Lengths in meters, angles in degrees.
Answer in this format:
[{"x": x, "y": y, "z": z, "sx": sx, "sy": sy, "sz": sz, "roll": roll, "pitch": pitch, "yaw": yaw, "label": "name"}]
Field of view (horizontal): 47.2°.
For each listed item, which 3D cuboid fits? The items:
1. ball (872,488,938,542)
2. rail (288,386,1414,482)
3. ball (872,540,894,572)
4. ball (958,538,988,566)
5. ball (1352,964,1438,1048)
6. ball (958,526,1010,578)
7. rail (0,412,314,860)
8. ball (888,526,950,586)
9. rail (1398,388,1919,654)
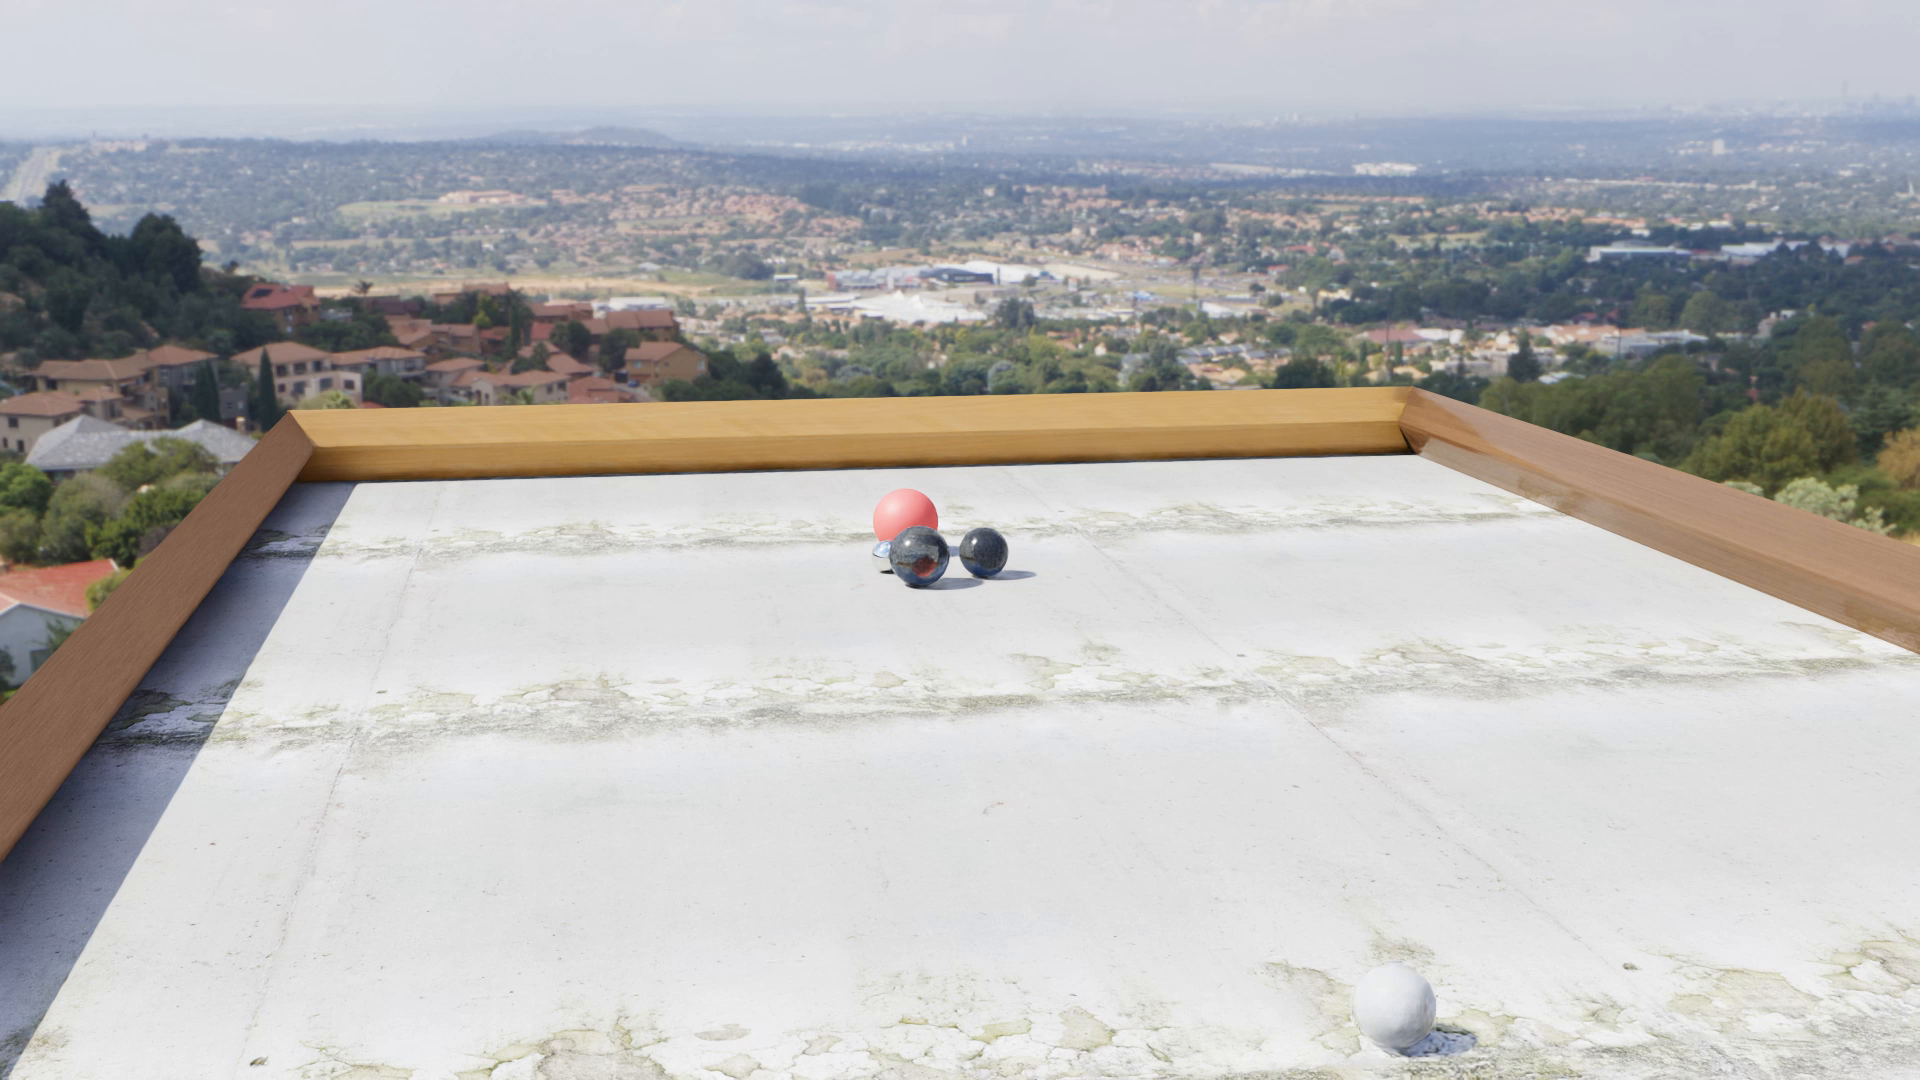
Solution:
[{"x": -0.080, "y": -0.028, "z": 3.243, "sx": 0.097, "sy": 0.097, "sz": 0.097, "roll": 0, "pitch": 11, "yaw": 0, "label": "ball"}, {"x": -0.152, "y": -0.194, "z": 4.033, "sx": 2.084, "sy": 0.126, "sz": 0.045, "roll": -2, "pitch": 11, "yaw": -10, "label": "rail"}, {"x": -0.102, "y": 0.023, "z": 3.115, "sx": 0.046, "sy": 0.046, "sz": 0.046, "roll": 0, "pitch": 11, "yaw": 0, "label": "ball"}, {"x": 0.019, "y": 0.017, "z": 3.155, "sx": 0.042, "sy": 0.042, "sz": 0.042, "roll": 0, "pitch": 11, "yaw": 0, "label": "ball"}, {"x": 0.301, "y": 0.322, "z": 1.520, "sx": 0.058, "sy": 0.058, "sz": 0.058, "roll": 0, "pitch": 11, "yaw": 0, "label": "ball"}, {"x": 0.033, "y": 0.017, "z": 3.082, "sx": 0.070, "sy": 0.070, "sz": 0.070, "roll": 0, "pitch": 11, "yaw": 0, "label": "ball"}, {"x": -0.847, "y": 0.172, "z": 2.116, "sx": 0.045, "sy": 0.126, "sz": 3.655, "roll": -2, "pitch": 11, "yaw": -10, "label": "rail"}, {"x": -0.056, "y": 0.022, "z": 3.021, "sx": 0.084, "sy": 0.084, "sz": 0.084, "roll": 0, "pitch": 11, "yaw": 0, "label": "ball"}, {"x": 1.159, "y": 0.107, "z": 2.458, "sx": 0.045, "sy": 0.126, "sz": 3.655, "roll": -2, "pitch": 11, "yaw": -10, "label": "rail"}]
